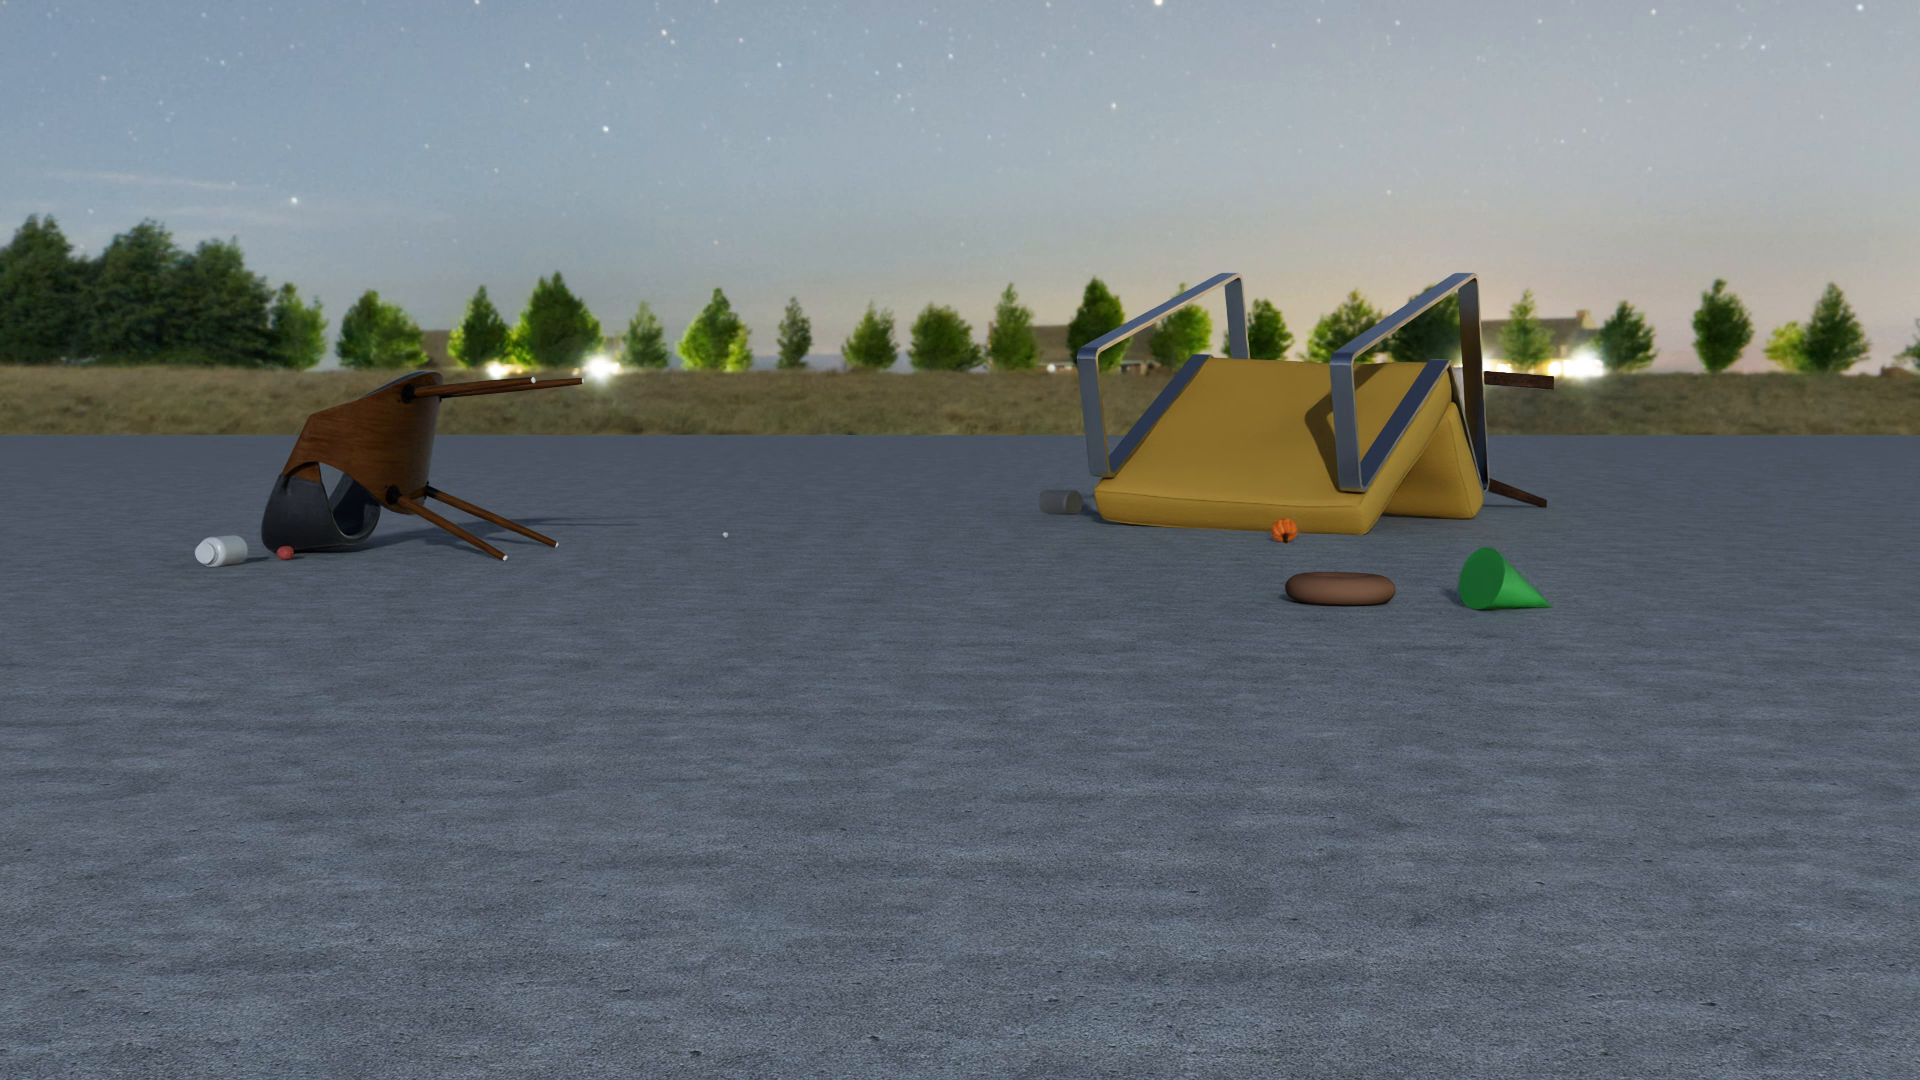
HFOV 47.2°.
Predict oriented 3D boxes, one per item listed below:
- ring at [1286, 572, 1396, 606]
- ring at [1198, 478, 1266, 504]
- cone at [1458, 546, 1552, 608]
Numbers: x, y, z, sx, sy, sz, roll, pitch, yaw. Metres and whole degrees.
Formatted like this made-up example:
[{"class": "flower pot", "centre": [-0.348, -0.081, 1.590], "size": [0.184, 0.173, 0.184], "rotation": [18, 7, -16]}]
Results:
[{"class": "ring", "centre": [0.800, 0.102, 4.629], "size": [0.230, 0.060, 0.222], "rotation": [1, 3, 9]}, {"class": "ring", "centre": [1.062, -0.191, 8.603], "size": [0.268, 0.101, 0.213], "rotation": [0, 5, -11]}, {"class": "cone", "centre": [1.144, 0.108, 4.512], "size": [0.174, 0.131, 0.197], "rotation": [22, 9, -14]}]
